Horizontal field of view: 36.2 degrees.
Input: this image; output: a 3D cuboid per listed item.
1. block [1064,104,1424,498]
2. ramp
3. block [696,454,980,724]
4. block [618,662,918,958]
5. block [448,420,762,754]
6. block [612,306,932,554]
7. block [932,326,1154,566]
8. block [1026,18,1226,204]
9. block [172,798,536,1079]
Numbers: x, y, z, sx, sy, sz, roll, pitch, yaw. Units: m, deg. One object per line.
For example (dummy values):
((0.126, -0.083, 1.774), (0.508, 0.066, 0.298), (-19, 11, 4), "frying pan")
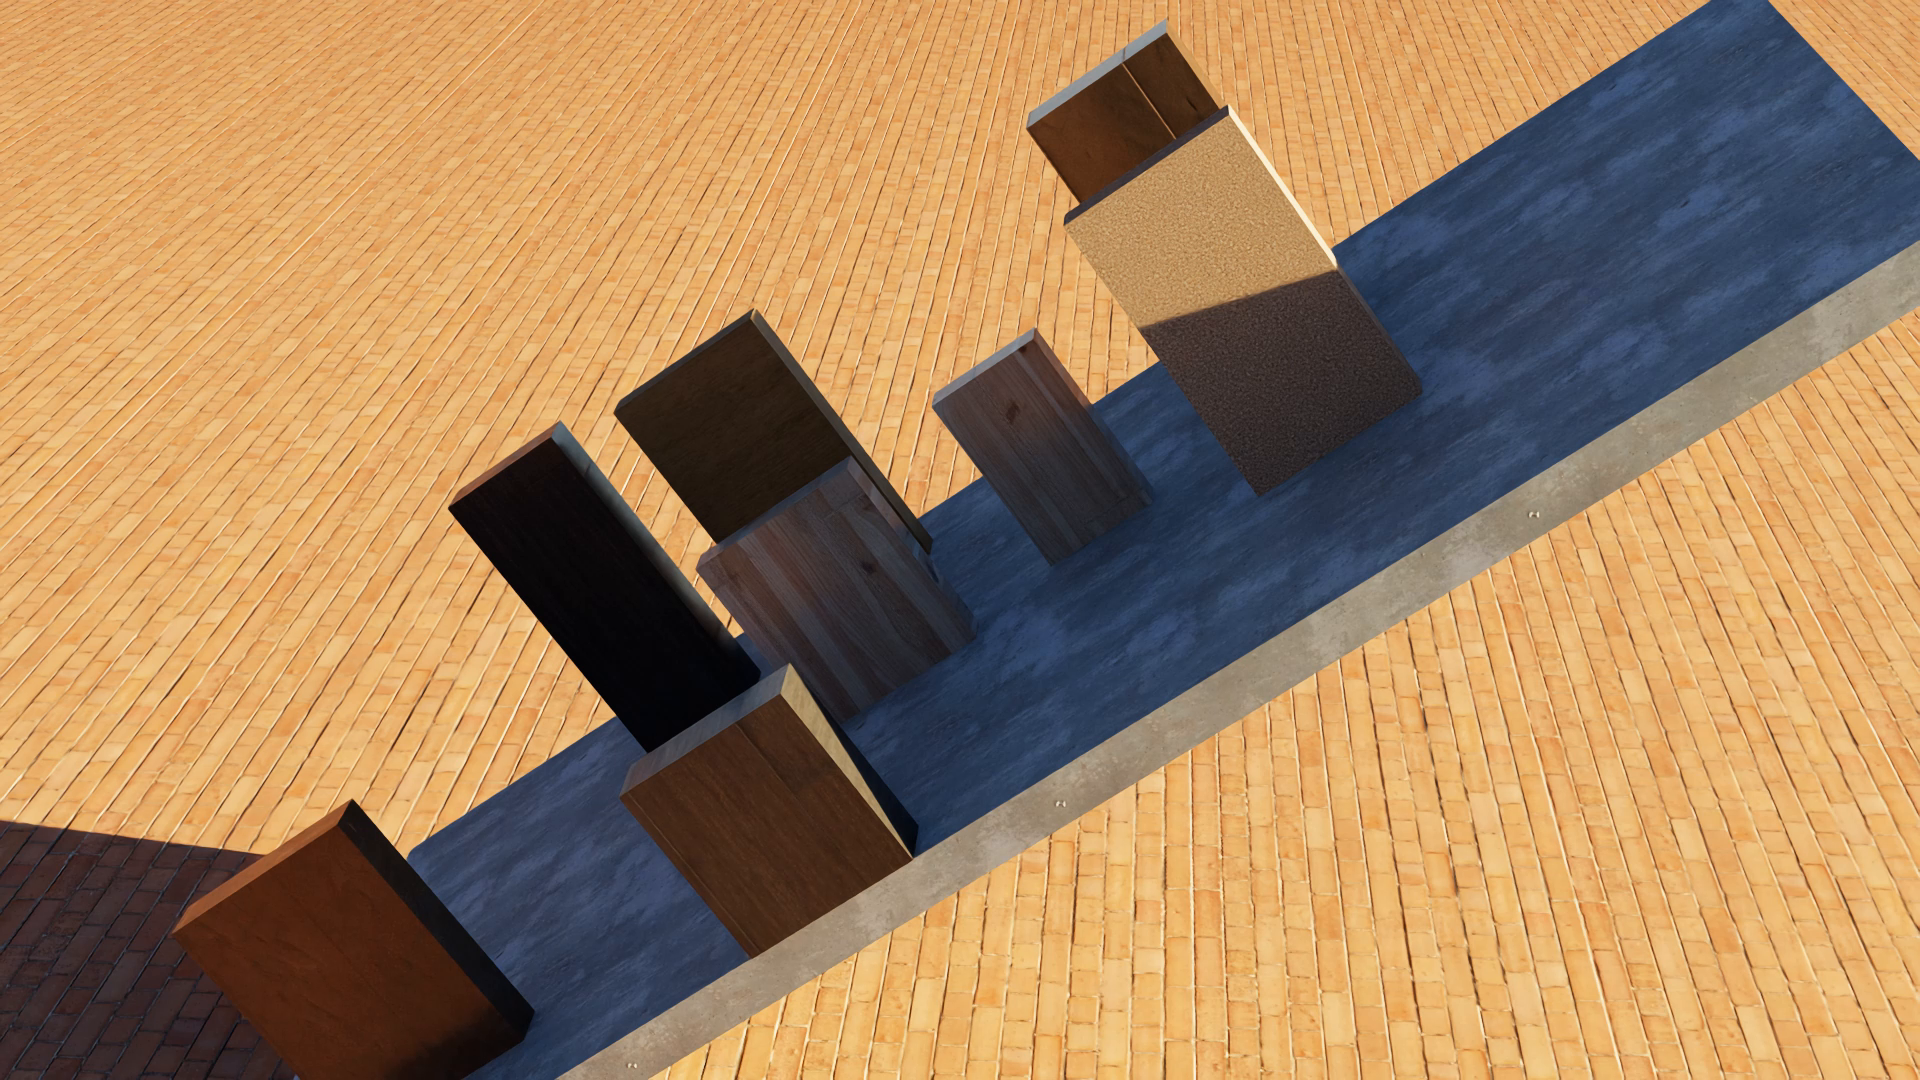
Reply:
((0.556, -0.462, 5.758), (0.385, 0.678, 0.089), (-33, 16, 15), "block")
((0.134, 0.175, 6.310), (4.000, 0.100, 2.000), (-33, 16, 15), "ramp")
((-0.260, 0.120, 6.275), (0.403, 0.464, 0.085), (-33, 16, 15), "block")
((-0.352, 0.505, 5.466), (0.375, 0.407, 0.137), (-33, 16, 15), "block")
((-0.834, 0.122, 6.943), (0.312, 0.778, 0.118), (-33, 16, 15), "block")
((-0.440, -0.150, 6.992), (0.408, 0.710, 0.092), (-33, 16, 15), "block")
((0.177, -0.197, 6.272), (0.264, 0.441, 0.086), (-33, 16, 15), "block")
((0.514, -0.712, 6.420), (0.364, 0.759, 0.146), (-33, 16, 15), "block")
((-1.228, 0.880, 5.972), (0.443, 0.588, 0.117), (-33, 16, 15), "block")
